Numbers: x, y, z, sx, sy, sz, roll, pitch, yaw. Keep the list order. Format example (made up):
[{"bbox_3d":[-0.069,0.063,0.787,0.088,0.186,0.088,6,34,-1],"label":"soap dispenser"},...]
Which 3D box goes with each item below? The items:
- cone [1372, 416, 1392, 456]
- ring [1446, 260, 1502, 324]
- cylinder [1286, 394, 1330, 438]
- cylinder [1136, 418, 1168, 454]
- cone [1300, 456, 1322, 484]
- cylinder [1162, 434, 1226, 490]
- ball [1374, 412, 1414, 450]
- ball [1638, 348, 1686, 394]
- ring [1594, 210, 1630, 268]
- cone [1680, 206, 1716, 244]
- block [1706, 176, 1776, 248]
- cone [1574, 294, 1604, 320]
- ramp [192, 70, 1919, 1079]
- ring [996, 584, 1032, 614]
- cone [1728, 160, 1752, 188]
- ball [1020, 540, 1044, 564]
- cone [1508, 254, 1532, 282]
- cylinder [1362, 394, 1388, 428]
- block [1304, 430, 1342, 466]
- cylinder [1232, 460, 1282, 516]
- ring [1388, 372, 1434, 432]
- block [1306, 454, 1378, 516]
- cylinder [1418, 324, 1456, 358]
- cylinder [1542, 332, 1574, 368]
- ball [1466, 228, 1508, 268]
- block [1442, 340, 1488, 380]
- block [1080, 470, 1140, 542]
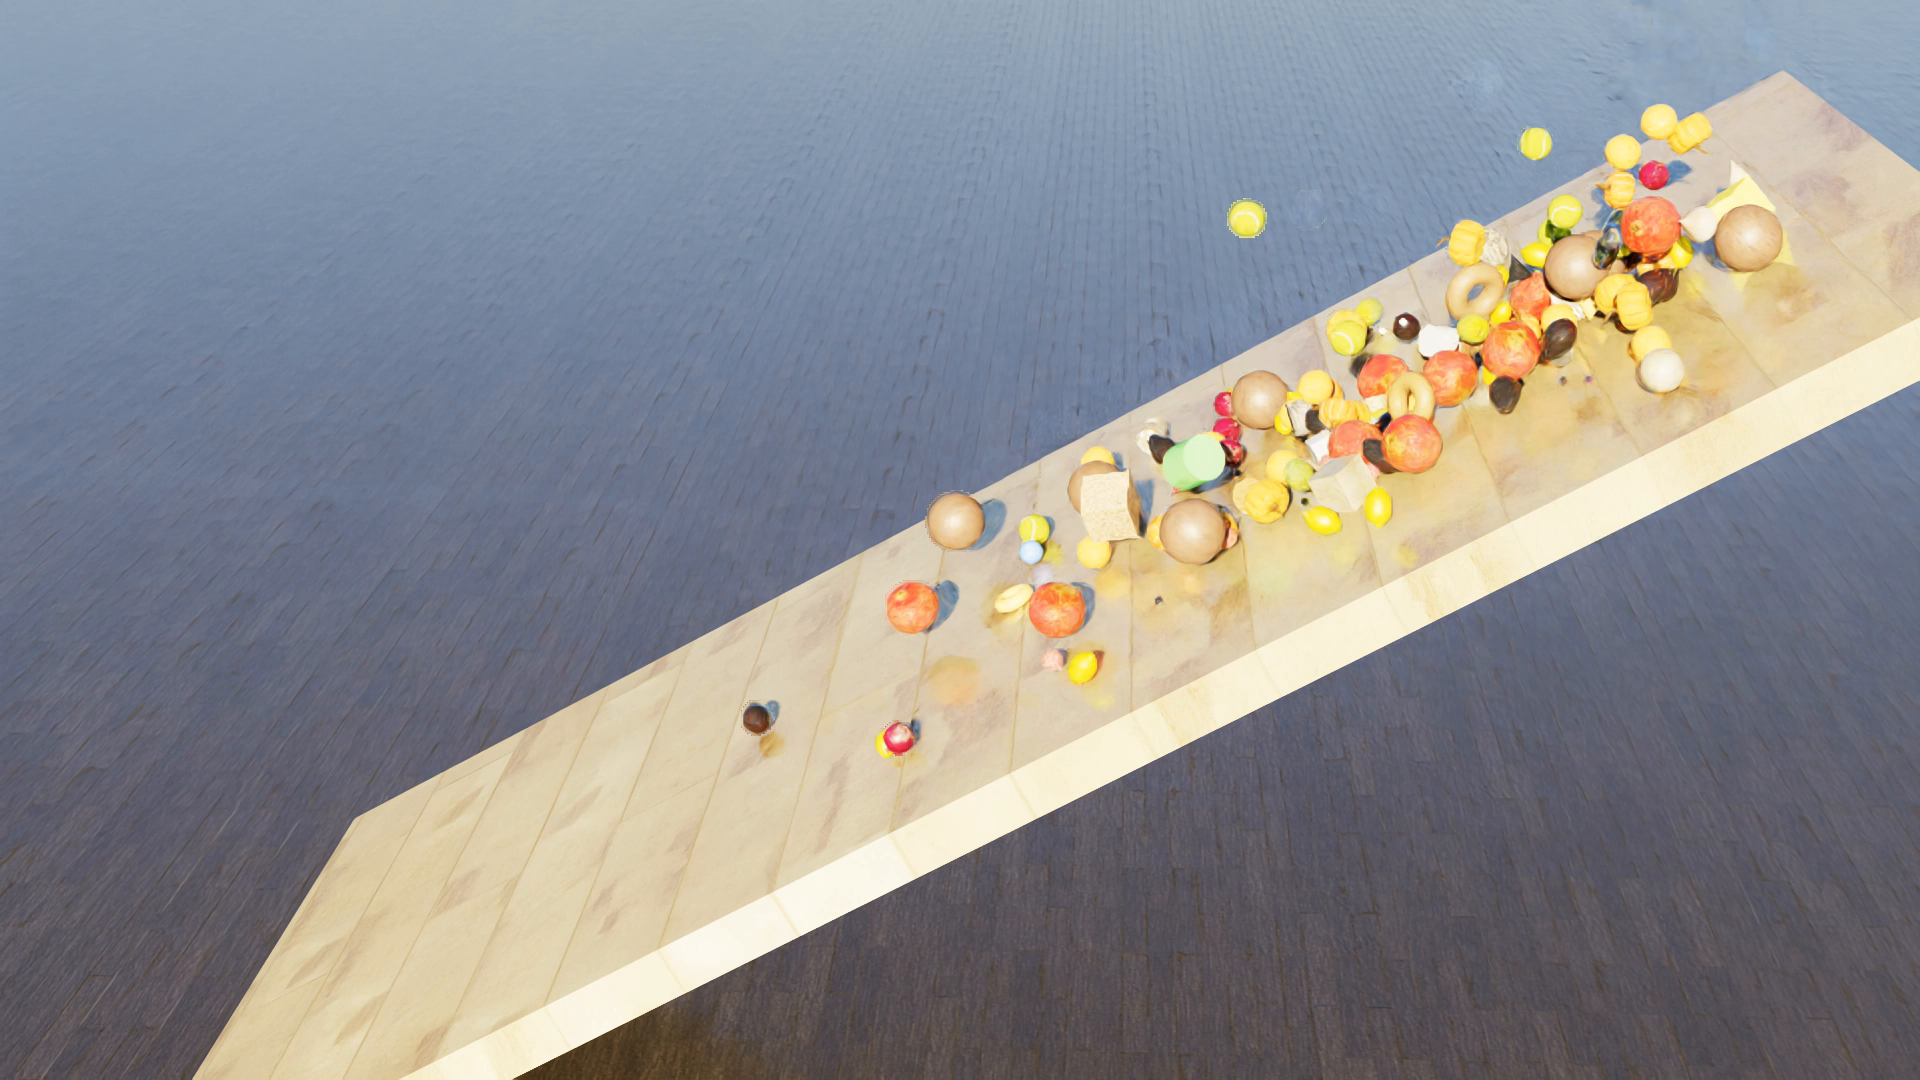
[{"bbox_3d":[0.834,-0.216,5.849,0.074,0.074,0.074,-28,14,8],"label":"cone"},{"bbox_3d":[1.034,-0.497,5.904,0.131,0.131,0.044,-10,16,-29],"label":"ring"},{"bbox_3d":[0.730,-0.261,6.176,0.074,0.074,0.074,-17,18,3],"label":"cylinder"},{"bbox_3d":[0.440,-0.238,6.723,0.062,0.062,0.062,5,31,16],"label":"cylinder"},{"bbox_3d":[0.717,-0.139,5.920,0.057,0.057,0.057,1,18,11],"label":"cone"},{"bbox_3d":[0.472,-0.157,5.948,0.095,0.095,0.095,-9,-8,-24],"label":"cylinder"},{"bbox_3d":[0.855,-0.216,5.791,0.079,0.079,0.079,0,18,0],"label":"ball"},{"bbox_3d":[1.261,-0.304,5.279,0.082,0.082,0.082,0,18,0],"label":"ball"},{"bbox_3d":[1.273,-0.589,5.742,0.041,0.123,0.123,24,24,13],"label":"ring"},{"bbox_3d":[1.391,-0.605,5.605,0.072,0.072,0.072,5,10,-45],"label":"cone"},{"bbox_3d":[1.545,-0.652,5.844,0.087,0.087,0.087,-43,5,-41],"label":"block"},{"bbox_3d":[1.252,-0.476,5.887,0.054,0.054,0.054,36,24,4],"label":"cone"},{"bbox_3d":[0.142,0.167,6.283,4.000,0.100,2.000,-28,14,11],"label":"ramp"},{"bbox_3d":[0.114,0.123,6.226,0.088,0.029,0.088,-28,16,9],"label":"ring"},{"bbox_3d":[1.557,-0.741,5.903,0.051,0.051,0.051,-23,1,0],"label":"cone"},{"bbox_3d":[0.156,0.027,6.424,0.052,0.052,0.052,0,18,0],"label":"ball"},{"bbox_3d":[1.130,-0.556,5.975,0.054,0.054,0.054,-19,2,1],"label":"cone"},{"bbox_3d":[0.848,-0.261,5.972,0.055,0.055,0.055,-13,-8,-2],"label":"cylinder"},{"bbox_3d":[0.740,-0.187,5.985,0.051,0.051,0.051,-31,14,0],"label":"block"},{"bbox_3d":[0.598,-0.104,5.909,0.084,0.084,0.084,6,29,18],"label":"cylinder"},{"bbox_3d":[0.875,-0.269,5.706,0.039,0.117,0.117,-4,17,-33],"label":"ring"},{"bbox_3d":[0.736,-0.106,5.657,0.081,0.081,0.081,-40,17,-32],"label":"block"},{"bbox_3d":[1.002,-0.412,6.126,0.067,0.067,0.067,3,14,-32],"label":"cylinder"},{"bbox_3d":[1.166,-0.371,5.737,0.052,0.052,0.052,0,24,0],"label":"cylinder"},{"bbox_3d":[1.182,-0.652,6.593,0.095,0.095,0.095,0,18,0],"label":"ball"},{"bbox_3d":[1.018,-0.365,5.941,0.061,0.061,0.061,27,3,-2],"label":"block"},{"bbox_3d":[0.311,-0.069,6.075,0.099,0.099,0.099,-7,51,16],"label":"block"}]
